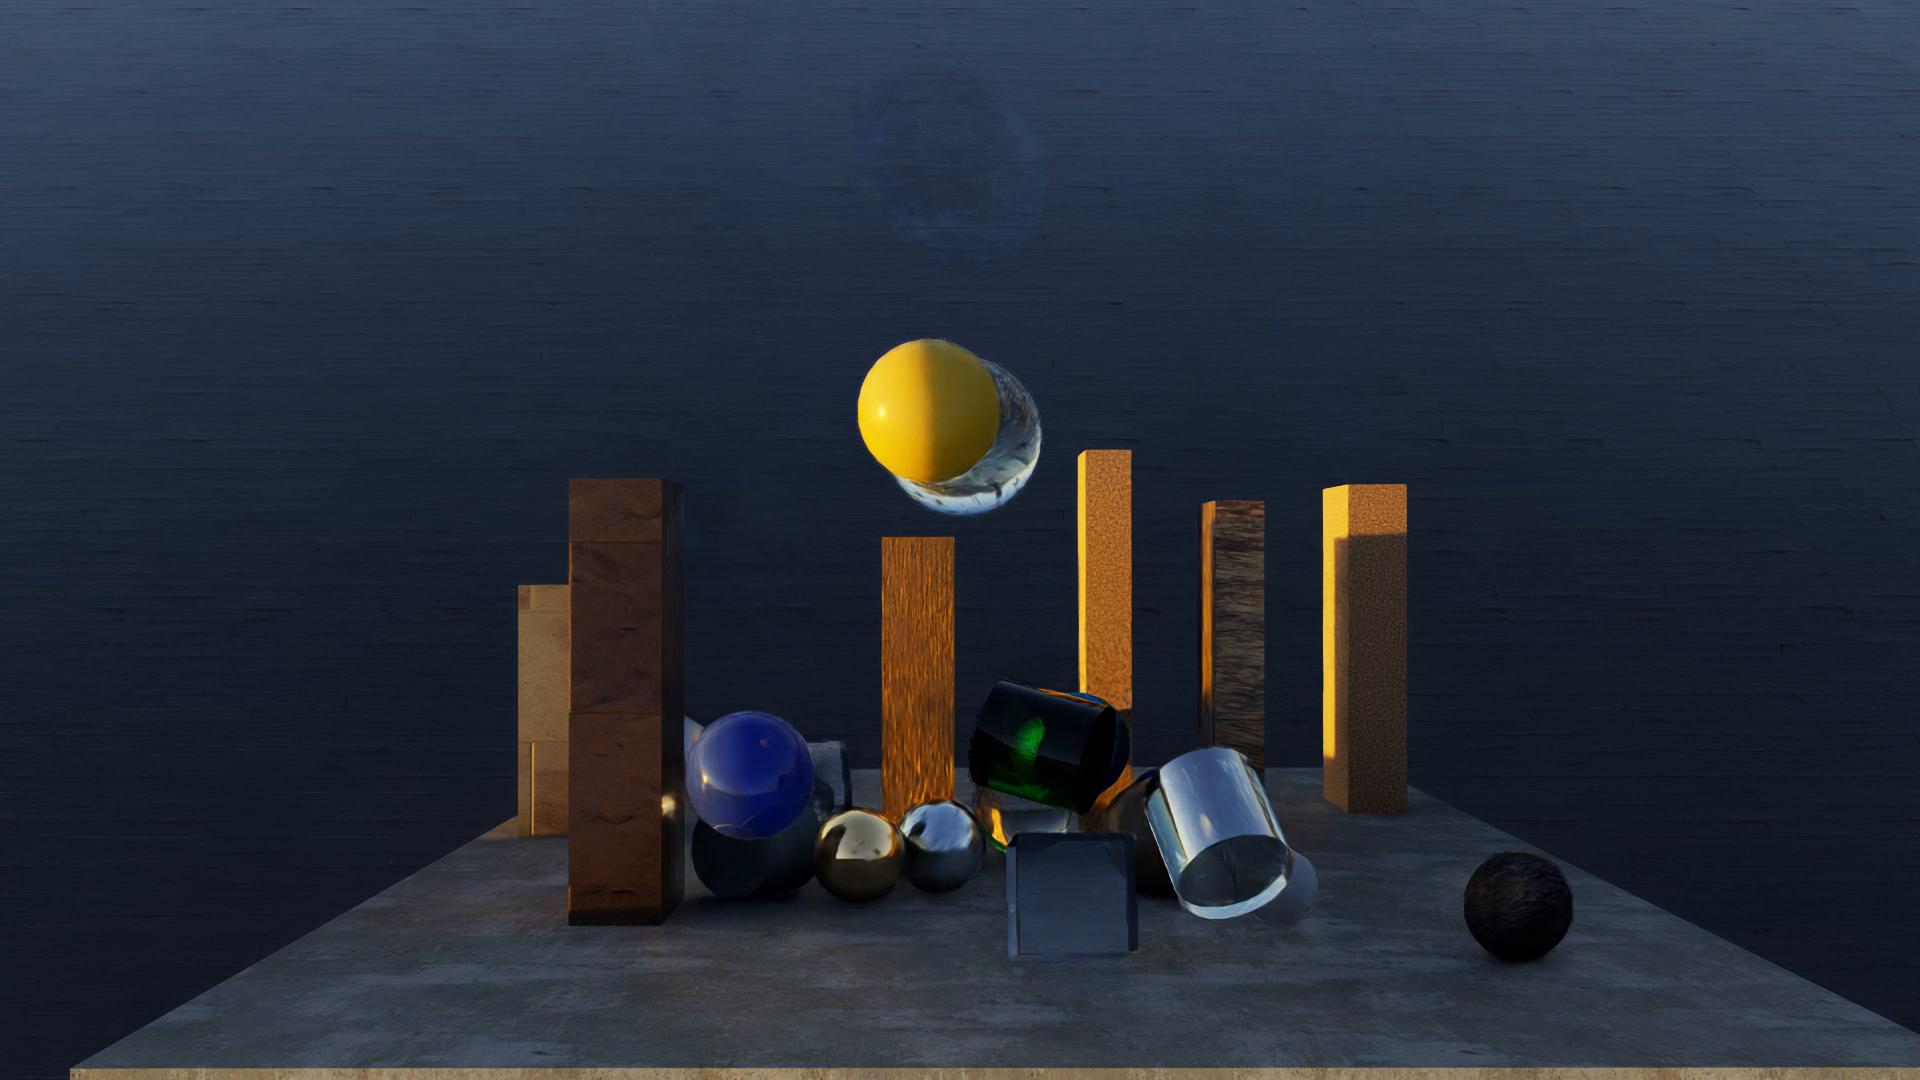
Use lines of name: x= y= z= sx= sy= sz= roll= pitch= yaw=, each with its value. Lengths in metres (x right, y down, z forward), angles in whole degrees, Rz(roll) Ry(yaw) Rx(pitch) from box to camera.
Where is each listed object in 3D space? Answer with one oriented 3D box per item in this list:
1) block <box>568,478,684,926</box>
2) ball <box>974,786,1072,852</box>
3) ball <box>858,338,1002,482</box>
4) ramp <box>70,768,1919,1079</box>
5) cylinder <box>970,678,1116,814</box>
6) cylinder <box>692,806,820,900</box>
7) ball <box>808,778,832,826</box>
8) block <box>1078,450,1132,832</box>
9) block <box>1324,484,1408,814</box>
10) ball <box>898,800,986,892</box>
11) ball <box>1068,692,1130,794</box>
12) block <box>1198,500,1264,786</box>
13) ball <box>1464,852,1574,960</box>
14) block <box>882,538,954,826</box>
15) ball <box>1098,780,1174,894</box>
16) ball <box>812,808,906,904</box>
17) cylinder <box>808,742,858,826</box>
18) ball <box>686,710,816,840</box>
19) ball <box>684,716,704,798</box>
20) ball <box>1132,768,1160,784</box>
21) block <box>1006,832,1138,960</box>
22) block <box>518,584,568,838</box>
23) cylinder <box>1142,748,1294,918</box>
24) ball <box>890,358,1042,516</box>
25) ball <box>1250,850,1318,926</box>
block: x=-0.502 y=0.237 z=3.932 sx=0.135 sy=0.651 sz=0.315 roll=0 pitch=-1 yaw=0
ball: x=0.114 y=0.480 z=4.672 sx=0.181 sy=0.181 sz=0.181 roll=0 pitch=32 yaw=0
ball: x=-0.035 y=-0.148 z=2.956 sx=0.164 sy=0.164 sz=0.164 roll=0 pitch=32 yaw=0
ramp: x=0.070 y=0.620 z=4.703 sx=2.000 sy=0.100 sz=4.000 roll=0 pitch=-1 yaw=0
cylinder: x=0.145 y=0.356 z=4.480 sx=0.193 sy=0.193 sz=0.193 roll=15 pitch=34 yaw=19
cylinder: x=-0.321 y=0.488 z=4.124 sx=0.153 sy=0.153 sz=0.153 roll=20 pitch=8 yaw=29
ball: x=-0.309 y=0.504 z=4.877 sx=0.137 sy=0.137 sz=0.137 roll=0 pitch=32 yaw=0
block: x=0.281 y=0.202 z=5.047 sx=0.087 sy=0.743 sz=0.308 roll=0 pitch=-1 yaw=0
block: x=0.882 y=0.232 z=5.656 sx=0.124 sy=0.695 sz=0.372 roll=0 pitch=-1 yaw=0
ball: x=-0.033 y=0.490 z=4.153 sx=0.149 sy=0.149 sz=0.149 roll=0 pitch=32 yaw=0
ball: x=0.216 y=0.381 z=4.796 sx=0.197 sy=0.197 sz=0.197 roll=0 pitch=32 yaw=0
block: x=0.505 y=0.251 z=4.846 sx=0.088 sy=0.641 sz=0.353 roll=0 pitch=-1 yaw=0
ball: x=0.741 y=0.486 z=3.441 sx=0.143 sy=0.143 sz=0.143 roll=0 pitch=32 yaw=0
block: x=-0.072 y=0.282 z=4.545 sx=0.124 sy=0.573 sz=0.254 roll=0 pitch=-1 yaw=0
ball: x=0.312 y=0.474 z=4.136 sx=0.181 sy=0.181 sz=0.181 roll=0 pitch=32 yaw=0
ball: x=-0.157 y=0.490 z=4.027 sx=0.148 sy=0.148 sz=0.148 roll=0 pitch=32 yaw=0
cylinder: x=-0.300 y=0.459 z=4.502 sx=0.207 sy=0.207 sz=0.207 roll=-1 pitch=31 yaw=-13
ball: x=-0.255 y=0.286 z=3.150 sx=0.157 sy=0.157 sz=0.157 roll=0 pitch=32 yaw=0
ball: x=-0.508 y=0.378 z=4.532 sx=0.153 sy=0.153 sz=0.153 roll=0 pitch=32 yaw=0
ball: x=0.380 y=0.496 z=4.847 sx=0.140 sy=0.140 sz=0.140 roll=0 pitch=32 yaw=0
block: x=0.145 y=0.467 z=3.386 sx=0.152 sy=0.152 sz=0.152 roll=0 pitch=-13 yaw=-5
block: x=-0.796 y=0.332 z=5.216 sx=0.112 sy=0.486 sz=0.445 roll=0 pitch=-1 yaw=0
cylinder: x=0.348 y=0.396 z=3.501 sx=0.163 sy=0.163 sz=0.163 roll=-7 pitch=41 yaw=-11
ball: x=0.002 y=-0.126 z=3.130 sx=0.193 sy=0.193 sz=0.193 roll=0 pitch=32 yaw=0
ball: x=0.465 y=0.504 z=3.768 sx=0.113 sy=0.113 sz=0.113 roll=0 pitch=32 yaw=0
